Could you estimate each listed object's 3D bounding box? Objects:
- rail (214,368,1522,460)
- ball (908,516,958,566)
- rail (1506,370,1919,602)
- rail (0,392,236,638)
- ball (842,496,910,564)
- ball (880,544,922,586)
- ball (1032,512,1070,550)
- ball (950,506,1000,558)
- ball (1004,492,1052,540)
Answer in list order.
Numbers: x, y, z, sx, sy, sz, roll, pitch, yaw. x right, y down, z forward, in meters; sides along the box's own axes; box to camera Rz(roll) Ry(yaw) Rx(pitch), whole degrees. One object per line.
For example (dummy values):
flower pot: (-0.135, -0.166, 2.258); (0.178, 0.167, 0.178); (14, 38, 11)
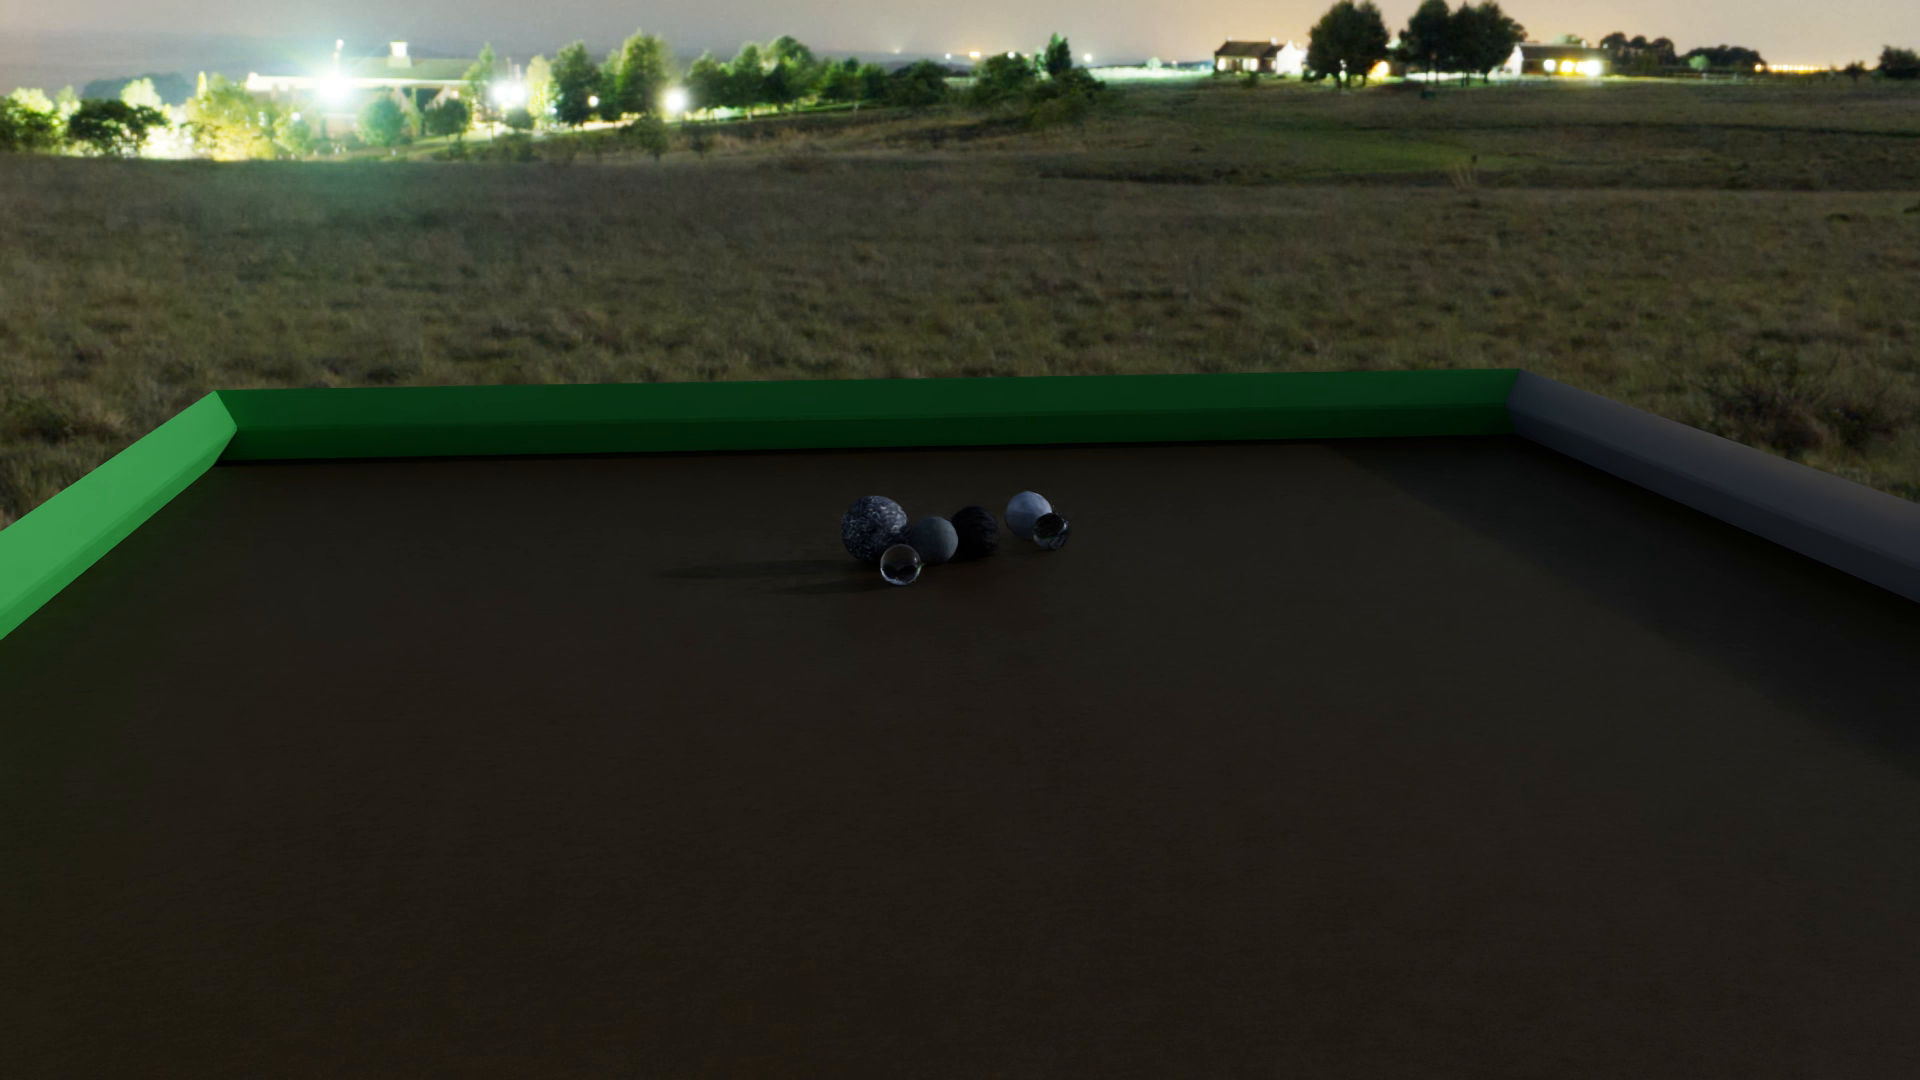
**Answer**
rail: (-0.129, -0.239, 4.190); (2.503, 0.129, 0.045); (-1, 12, -7)
ball: (-0.039, 0.001, 3.184); (0.071, 0.071, 0.071); (0, 12, 0)
rail: (1.350, 0.155, 2.295); (0.045, 0.129, 4.256); (-1, 12, -7)
rail: (-1.086, 0.217, 1.997); (0.045, 0.129, 4.256); (-1, 12, -7)
ball: (-0.123, -0.015, 3.191); (0.099, 0.099, 0.099); (0, 12, 0)
ball: (-0.082, 0.034, 3.056); (0.058, 0.058, 0.058); (0, 12, 0)
ball: (0.136, -0.013, 3.287); (0.056, 0.056, 0.056); (0, 12, 0)
ball: (0.021, -0.011, 3.227); (0.077, 0.077, 0.077); (0, 12, 0)
ball: (0.104, -0.037, 3.355); (0.073, 0.073, 0.073); (0, 12, 0)
